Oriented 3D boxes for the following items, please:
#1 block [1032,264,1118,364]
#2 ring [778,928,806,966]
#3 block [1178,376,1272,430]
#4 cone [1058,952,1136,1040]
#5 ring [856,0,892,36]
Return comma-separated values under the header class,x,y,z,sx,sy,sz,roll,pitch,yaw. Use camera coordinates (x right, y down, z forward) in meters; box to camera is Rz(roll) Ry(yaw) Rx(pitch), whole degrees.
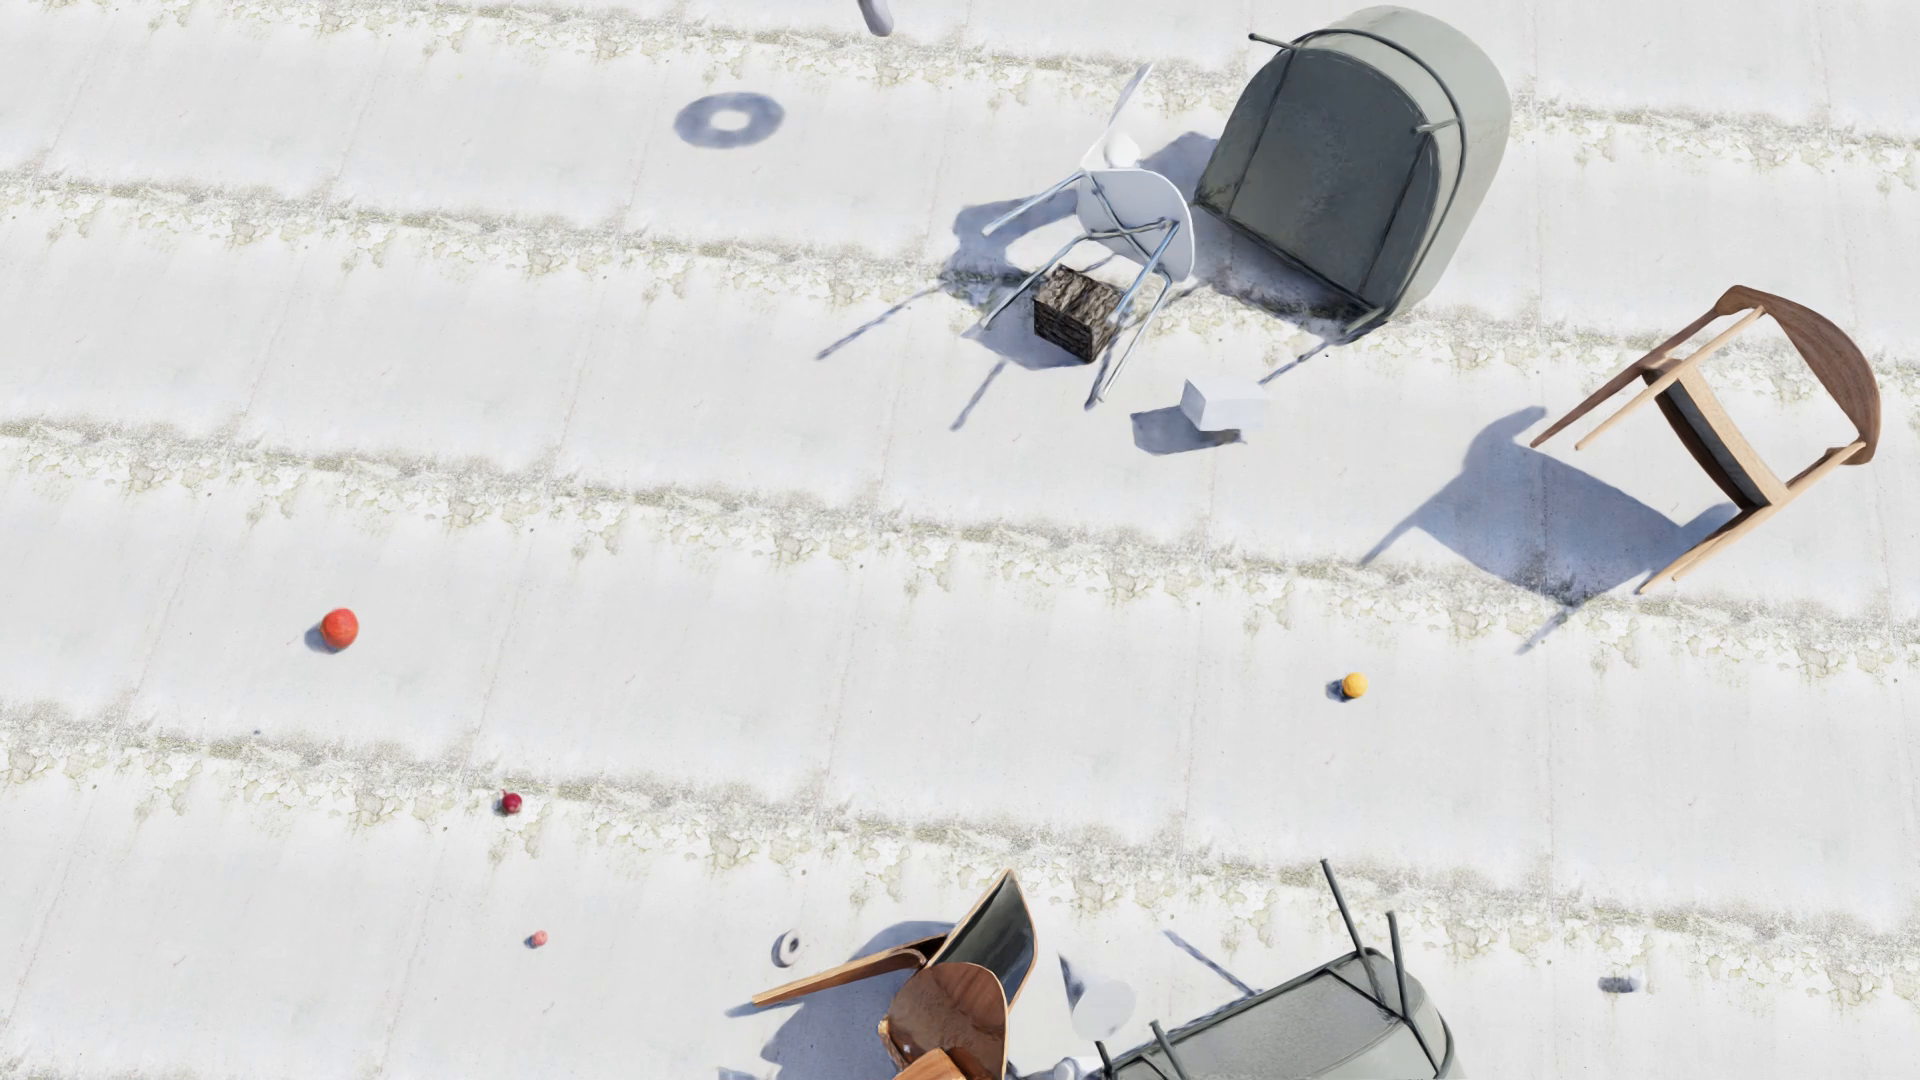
class,x,y,z,sx,sy,sz,roll,pitch,yaw
block,0.365,-0.712,6.915,0.216,0.204,0.155,29,68,18
ring,-0.446,1.079,5.831,0.067,0.032,0.111,17,59,9
block,0.809,-0.418,6.708,0.225,0.105,0.144,-3,33,-23
cone,0.295,1.078,5.380,0.175,0.275,0.205,-38,52,-5
ring,-0.295,-1.757,7.091,0.085,0.352,0.272,-23,81,4
